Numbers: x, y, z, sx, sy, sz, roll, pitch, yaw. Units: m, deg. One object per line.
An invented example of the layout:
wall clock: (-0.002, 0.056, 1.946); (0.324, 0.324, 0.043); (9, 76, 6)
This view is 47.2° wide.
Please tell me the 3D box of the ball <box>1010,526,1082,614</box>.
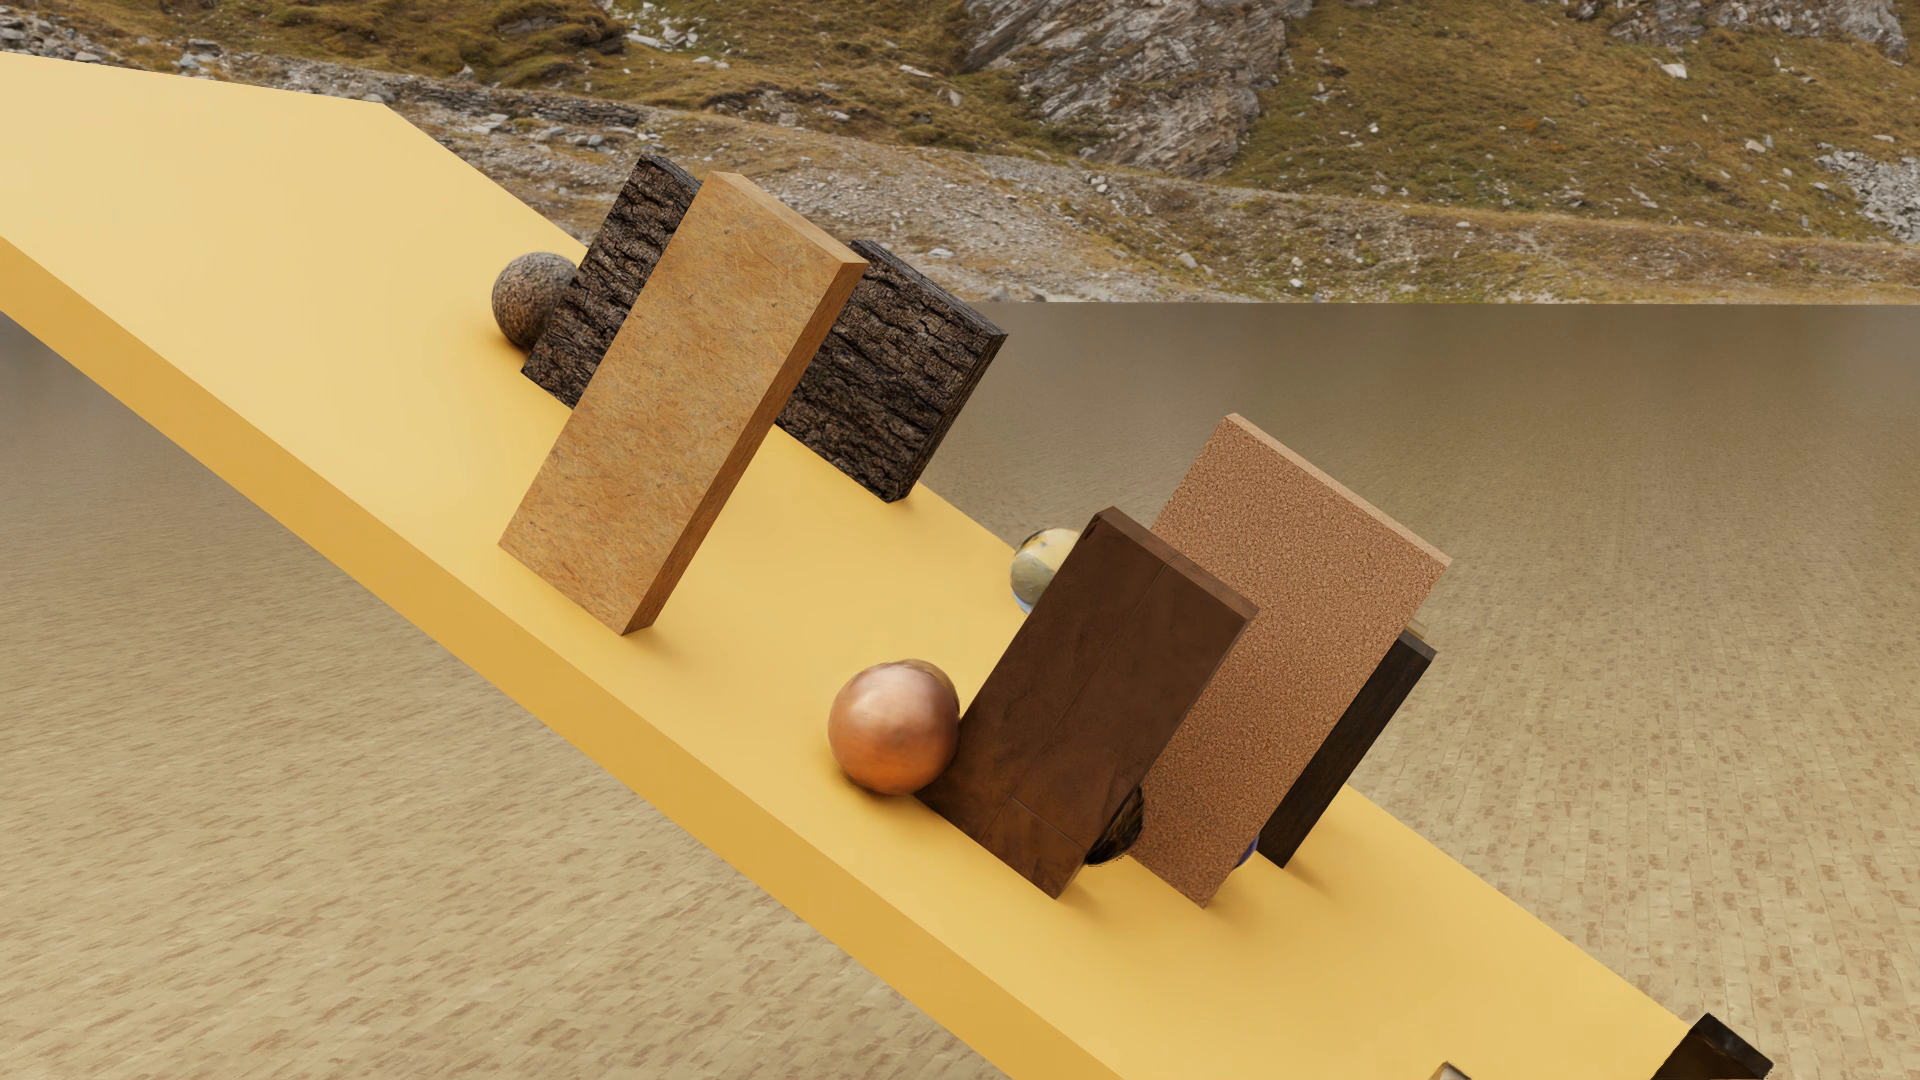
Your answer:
ball: (0.206, 0.076, 4.620); (0.207, 0.207, 0.207); (0, 7, 0)

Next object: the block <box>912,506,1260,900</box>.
block: (0.193, 0.252, 3.417); (0.278, 0.540, 0.119); (35, 15, 10)

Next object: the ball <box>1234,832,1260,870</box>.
ball: (0.455, 0.513, 3.883); (0.147, 0.147, 0.147); (0, 7, 0)

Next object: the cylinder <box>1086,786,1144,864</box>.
cylinder: (0.208, 0.415, 3.632); (0.180, 0.180, 0.180); (0, 18, 0)

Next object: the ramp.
ramp: (-0.132, 0.221, 4.102); (4.000, 0.100, 2.000); (35, 15, 10)

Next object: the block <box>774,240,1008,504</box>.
block: (-0.176, -0.372, 4.839); (0.374, 0.439, 0.134); (35, 15, 10)

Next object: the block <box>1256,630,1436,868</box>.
block: (0.575, 0.290, 4.165); (0.436, 0.488, 0.115); (35, 15, 10)

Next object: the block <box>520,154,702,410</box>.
block: (-0.542, -0.412, 4.142); (0.390, 0.483, 0.101); (35, 15, 10)

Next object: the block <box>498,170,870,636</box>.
block: (-0.426, -0.204, 3.350); (0.247, 0.675, 0.115); (35, 15, 10)

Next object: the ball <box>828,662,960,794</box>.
ball: (-0.101, 0.288, 3.366); (0.202, 0.202, 0.202); (0, 7, 0)

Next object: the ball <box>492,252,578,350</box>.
ball: (-0.819, -0.466, 4.315); (0.195, 0.195, 0.195); (0, 7, 0)

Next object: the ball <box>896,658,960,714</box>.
ball: (-0.079, 0.270, 3.557); (0.156, 0.156, 0.156); (0, 7, 0)

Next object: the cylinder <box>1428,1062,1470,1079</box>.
cylinder: (0.766, 0.886, 3.393); (0.114, 0.114, 0.114); (36, 16, 11)

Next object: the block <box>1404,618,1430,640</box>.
block: (0.687, 0.278, 4.496); (0.327, 0.453, 0.110); (35, 15, 10)

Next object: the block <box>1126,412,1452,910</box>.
block: (0.440, 0.206, 3.720); (0.435, 0.715, 0.103); (35, 15, 10)

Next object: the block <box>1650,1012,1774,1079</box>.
block: (1.443, 1.029, 4.230); (0.153, 0.153, 0.153); (39, 16, 23)
